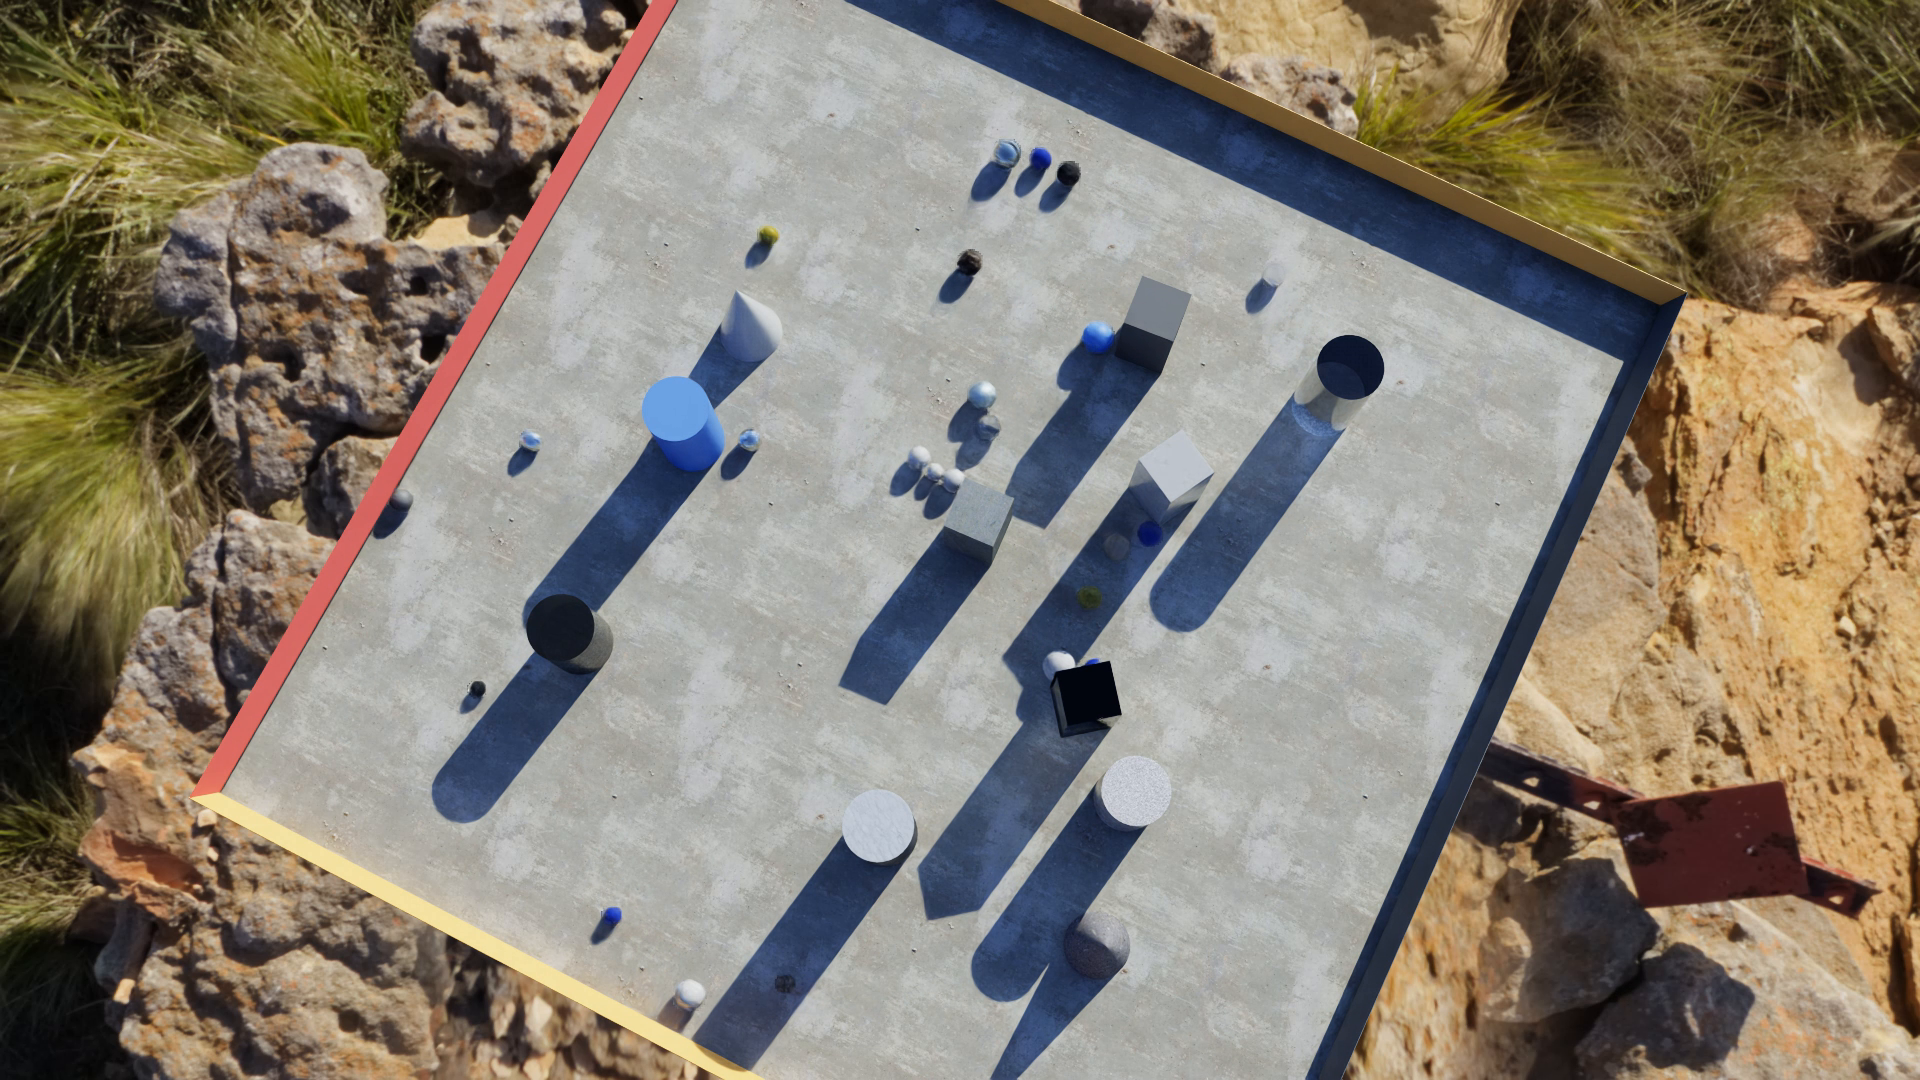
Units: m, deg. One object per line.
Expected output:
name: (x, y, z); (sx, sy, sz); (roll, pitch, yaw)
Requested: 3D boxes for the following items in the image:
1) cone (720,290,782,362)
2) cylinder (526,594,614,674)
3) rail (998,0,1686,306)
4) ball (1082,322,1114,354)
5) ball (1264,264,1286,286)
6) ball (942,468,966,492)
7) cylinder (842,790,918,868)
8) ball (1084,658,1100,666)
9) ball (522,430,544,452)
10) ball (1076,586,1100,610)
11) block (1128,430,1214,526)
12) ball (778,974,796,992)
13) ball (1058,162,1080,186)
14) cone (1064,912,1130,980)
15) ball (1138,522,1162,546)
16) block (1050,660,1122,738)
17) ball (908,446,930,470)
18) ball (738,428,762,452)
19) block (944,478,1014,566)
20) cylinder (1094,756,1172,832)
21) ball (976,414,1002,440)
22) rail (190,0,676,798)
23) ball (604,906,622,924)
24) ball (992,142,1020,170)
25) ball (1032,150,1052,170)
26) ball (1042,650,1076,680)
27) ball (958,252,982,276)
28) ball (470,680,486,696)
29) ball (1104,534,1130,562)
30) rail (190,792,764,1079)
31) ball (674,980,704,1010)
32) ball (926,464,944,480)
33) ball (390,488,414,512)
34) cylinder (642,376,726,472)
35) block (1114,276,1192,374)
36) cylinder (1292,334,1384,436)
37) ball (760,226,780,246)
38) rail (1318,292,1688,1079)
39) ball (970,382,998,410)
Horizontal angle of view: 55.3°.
cone: (-0.656, -0.693, 5.558); (0.196, 0.396, 0.196); (0, 78, 0)
cylinder: (-1.147, 0.281, 5.407); (0.196, 0.296, 0.196); (0, 78, 0)
rail: (0.748, -1.458, 5.852); (3.322, 0.127, 0.045); (26, 80, 5)
ball: (0.428, -0.628, 5.697); (0.096, 0.096, 0.096); (0, 78, 0)
ball: (0.989, -0.833, 5.753); (0.071, 0.071, 0.071); (0, 78, 0)
ball: (-0.019, -0.183, 5.618); (0.072, 0.072, 0.072); (0, 78, 0)
cylinder: (-0.223, 0.824, 5.207); (0.196, 0.468, 0.196); (0, 78, 0)
ball: (0.402, 0.384, 5.509); (0.056, 0.056, 0.056); (0, 78, 0)
ball: (-1.318, -0.304, 5.647); (0.064, 0.064, 0.064); (0, 78, 0)
ball: (0.388, 0.175, 5.543); (0.074, 0.074, 0.074); (0, 78, 0)
block: (0.626, -0.179, 5.473); (0.157, 0.354, 0.157); (-34, 80, -7)
ball: (-0.504, 1.289, 5.323); (0.052, 0.052, 0.052); (0, 78, 0)
ball: (0.345, -1.161, 5.820); (0.072, 0.072, 0.072); (0, 78, 0)
cone: (0.401, 1.150, 5.189); (0.196, 0.371, 0.196); (0, 78, 0)
ball: (0.578, -0.021, 5.583); (0.074, 0.074, 0.074); (0, 78, 0)
block: (0.363, 0.467, 5.337); (0.157, 0.358, 0.157); (-11, 79, -2)
ball: (-0.126, -0.252, 5.632); (0.072, 0.072, 0.072); (0, 78, 0)
ball: (-0.647, -0.307, 5.644); (0.072, 0.072, 0.072); (0, 78, 0)
block: (0.055, -0.053, 5.480); (0.157, 0.288, 0.157); (23, 79, 5)
cylinder: (0.495, 0.736, 5.297); (0.196, 0.328, 0.196); (0, 78, 0)
ball: (0.087, -0.348, 5.648); (0.080, 0.080, 0.080); (0, 78, 0)
rail: (-1.465, -0.710, 5.698); (0.045, 0.127, 3.391); (26, 80, 5)
ball: (-1.015, 1.099, 5.362); (0.052, 0.052, 0.052); (0, 78, 0)
ball: (0.149, -1.223, 5.825); (0.088, 0.088, 0.088); (0, 78, 0)
ball: (0.260, -1.210, 5.832); (0.067, 0.067, 0.067); (0, 78, 0)
ball: (0.297, 0.379, 5.488); (0.098, 0.098, 0.098); (0, 78, 0)
ball: (0.031, -0.869, 5.759); (0.074, 0.074, 0.074); (0, 78, 0)
ball: (-1.447, 0.446, 5.500); (0.047, 0.047, 0.047); (0, 78, 0)
ball: (0.476, 0.023, 5.570); (0.082, 0.082, 0.082); (0, 78, 0)
rail: (-0.748, 1.471, 5.246); (3.322, 0.127, 0.045); (26, 80, 5)
ball: (-0.782, 1.316, 5.300); (0.087, 0.087, 0.087); (0, 78, 0)
ball: (-0.075, -0.209, 5.633); (0.053, 0.053, 0.053); (0, 78, 0)
ball: (-1.709, -0.121, 5.606); (0.071, 0.071, 0.071); (0, 78, 0)
cylinder: (-0.826, -0.345, 5.501); (0.196, 0.365, 0.196); (0, 78, 0)
block: (0.585, -0.652, 5.583); (0.157, 0.331, 0.157); (22, 79, 4)
cylinder: (1.130, -0.459, 5.502); (0.196, 0.410, 0.196); (0, 78, 0)
ball: (-0.602, -0.961, 5.784); (0.062, 0.062, 0.062); (0, 78, 0)
rail: (1.465, 0.724, 5.401); (0.045, 0.127, 3.391); (26, 80, 5)
ball: (0.072, -0.448, 5.665); (0.086, 0.086, 0.086); (0, 78, 0)
